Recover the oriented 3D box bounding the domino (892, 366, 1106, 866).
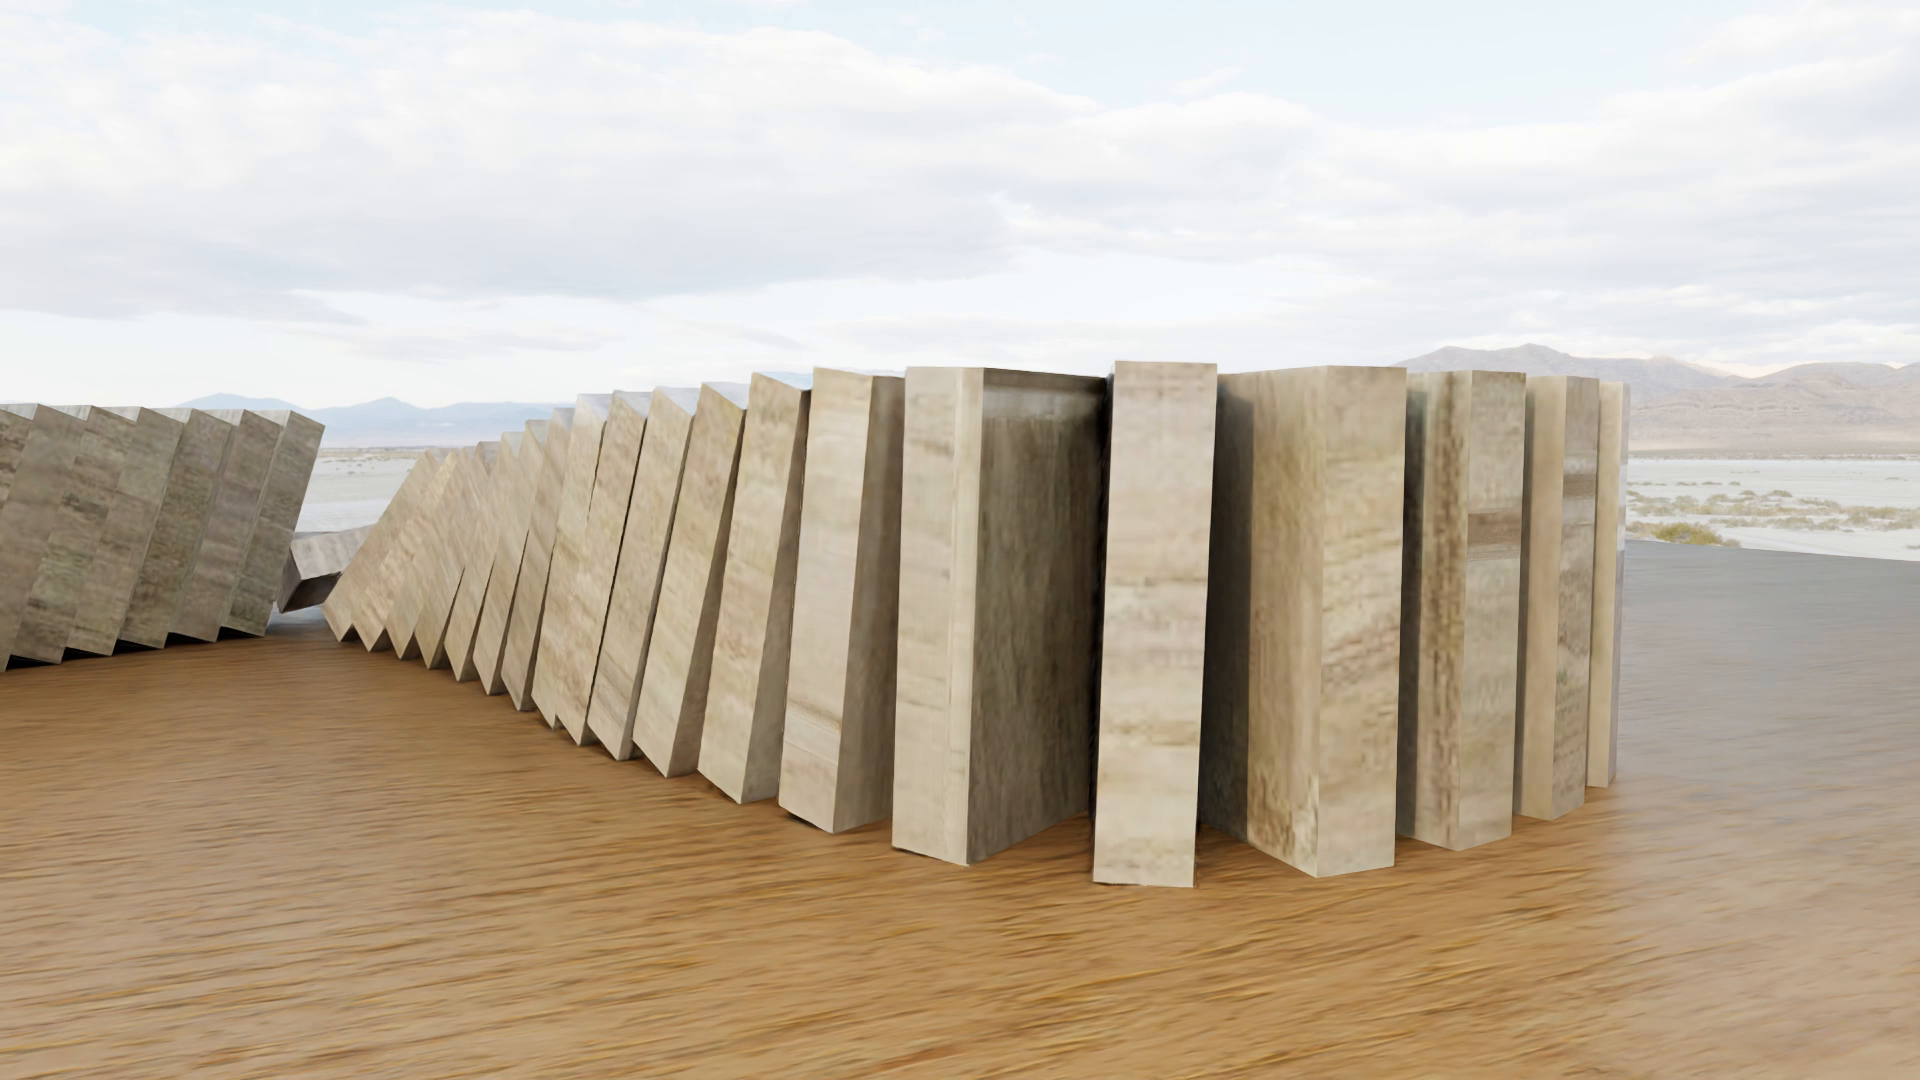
[{"bbox_3d":[0.005,0.007,0.140,0.010,0.050,0.025,6,7,35],"label":"domino"}]

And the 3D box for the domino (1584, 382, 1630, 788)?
[{"bbox_3d":[0.072,0.005,0.168,0.025,0.050,0.010,3,5,33],"label":"domino"}]

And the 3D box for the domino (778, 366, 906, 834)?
[{"bbox_3d":[-0.006,0.006,0.148,0.009,0.050,0.025,15,13,42],"label":"domino"}]

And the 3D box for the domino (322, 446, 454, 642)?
[{"bbox_3d":[-0.112,0.001,0.273,0.050,0.010,0.025,-47,-21,24],"label":"domino"}]

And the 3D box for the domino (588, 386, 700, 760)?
[{"bbox_3d":[-0.033,0.005,0.174,0.025,0.050,0.009,-4,29,-42],"label":"domino"}]

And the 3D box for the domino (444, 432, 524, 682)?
[{"bbox_3d":[-0.072,0.003,0.226,0.025,0.050,0.009,-4,45,-40],"label":"domino"}]

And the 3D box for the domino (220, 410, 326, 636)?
[{"bbox_3d":[-0.163,-0.004,0.291,0.025,0.050,0.010,2,-16,25],"label":"domino"}]

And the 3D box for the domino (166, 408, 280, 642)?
[{"bbox_3d":[-0.169,-0.004,0.282,0.025,0.050,0.010,2,-16,24],"label":"domino"}]

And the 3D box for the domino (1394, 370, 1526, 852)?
[{"bbox_3d":[0.049,0.007,0.145,0.009,0.050,0.025,-3,5,-34],"label":"domino"}]

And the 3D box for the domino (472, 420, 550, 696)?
[{"bbox_3d":[-0.063,0.003,0.214,0.025,0.050,0.009,-4,41,-38],"label":"domino"}]

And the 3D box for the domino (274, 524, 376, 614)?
[{"bbox_3d":[-0.140,0.004,0.316,0.050,0.010,0.025,-17,-9,-42],"label":"domino"}]

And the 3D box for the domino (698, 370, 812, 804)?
[{"bbox_3d":[-0.016,0.005,0.157,0.025,0.050,0.010,-4,21,-44],"label":"domino"}]

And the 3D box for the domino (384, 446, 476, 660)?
[{"bbox_3d":[-0.091,0.003,0.251,0.025,0.010,0.050,-5,-39,-47],"label":"domino"}]

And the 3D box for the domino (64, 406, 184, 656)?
[{"bbox_3d":[-0.180,-0.002,0.265,0.025,0.050,0.010,2,-16,24],"label":"domino"}]

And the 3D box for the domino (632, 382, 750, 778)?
[{"bbox_3d":[-0.025,0.005,0.167,0.025,0.050,0.010,-4,28,-43],"label":"domino"}]

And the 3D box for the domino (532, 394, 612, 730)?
[{"bbox_3d":[-0.047,0.003,0.192,0.025,0.050,0.010,-3,30,-39],"label":"domino"}]

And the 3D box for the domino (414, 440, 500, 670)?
[{"bbox_3d":[-0.082,0.003,0.238,0.025,0.050,0.009,-4,49,-42],"label":"domino"}]

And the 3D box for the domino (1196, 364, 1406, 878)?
[{"bbox_3d":[0.035,0.007,0.137,0.010,0.050,0.025,-2,5,-22],"label":"domino"}]

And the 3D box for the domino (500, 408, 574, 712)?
[{"bbox_3d":[-0.055,0.003,0.203,0.025,0.050,0.010,-3,36,-38],"label":"domino"}]

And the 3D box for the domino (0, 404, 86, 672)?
[{"bbox_3d":[-0.188,-0.001,0.246,0.025,0.050,0.010,2,-16,24],"label":"domino"}]

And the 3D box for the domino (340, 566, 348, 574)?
[{"bbox_3d":[-0.118,0.004,0.307,0.050,0.009,0.025,-21,-4,-18],"label":"domino"}]

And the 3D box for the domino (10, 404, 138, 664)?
[{"bbox_3d":[-0.184,-0.002,0.255,0.025,0.050,0.009,2,-16,24],"label":"domino"}]

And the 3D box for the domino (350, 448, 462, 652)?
[{"bbox_3d":[-0.102,0.002,0.263,0.050,0.009,0.025,-48,-21,26],"label":"domino"}]

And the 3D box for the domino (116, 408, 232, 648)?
[{"bbox_3d":[-0.175,-0.003,0.274,0.025,0.050,0.010,2,-16,24],"label":"domino"}]

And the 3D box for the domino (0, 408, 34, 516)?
[{"bbox_3d":[-0.191,0.000,0.236,0.025,0.050,0.010,2,-16,24],"label":"domino"}]

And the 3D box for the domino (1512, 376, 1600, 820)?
[{"bbox_3d":[0.062,0.006,0.155,0.009,0.050,0.025,-4,6,-43],"label":"domino"}]

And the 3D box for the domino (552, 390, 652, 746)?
[{"bbox_3d":[-0.040,0.004,0.183,0.025,0.050,0.009,-4,30,-41],"label":"domino"}]

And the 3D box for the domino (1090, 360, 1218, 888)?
[{"bbox_3d":[0.019,0.007,0.134,0.009,0.050,0.025,2,5,5],"label":"domino"}]
